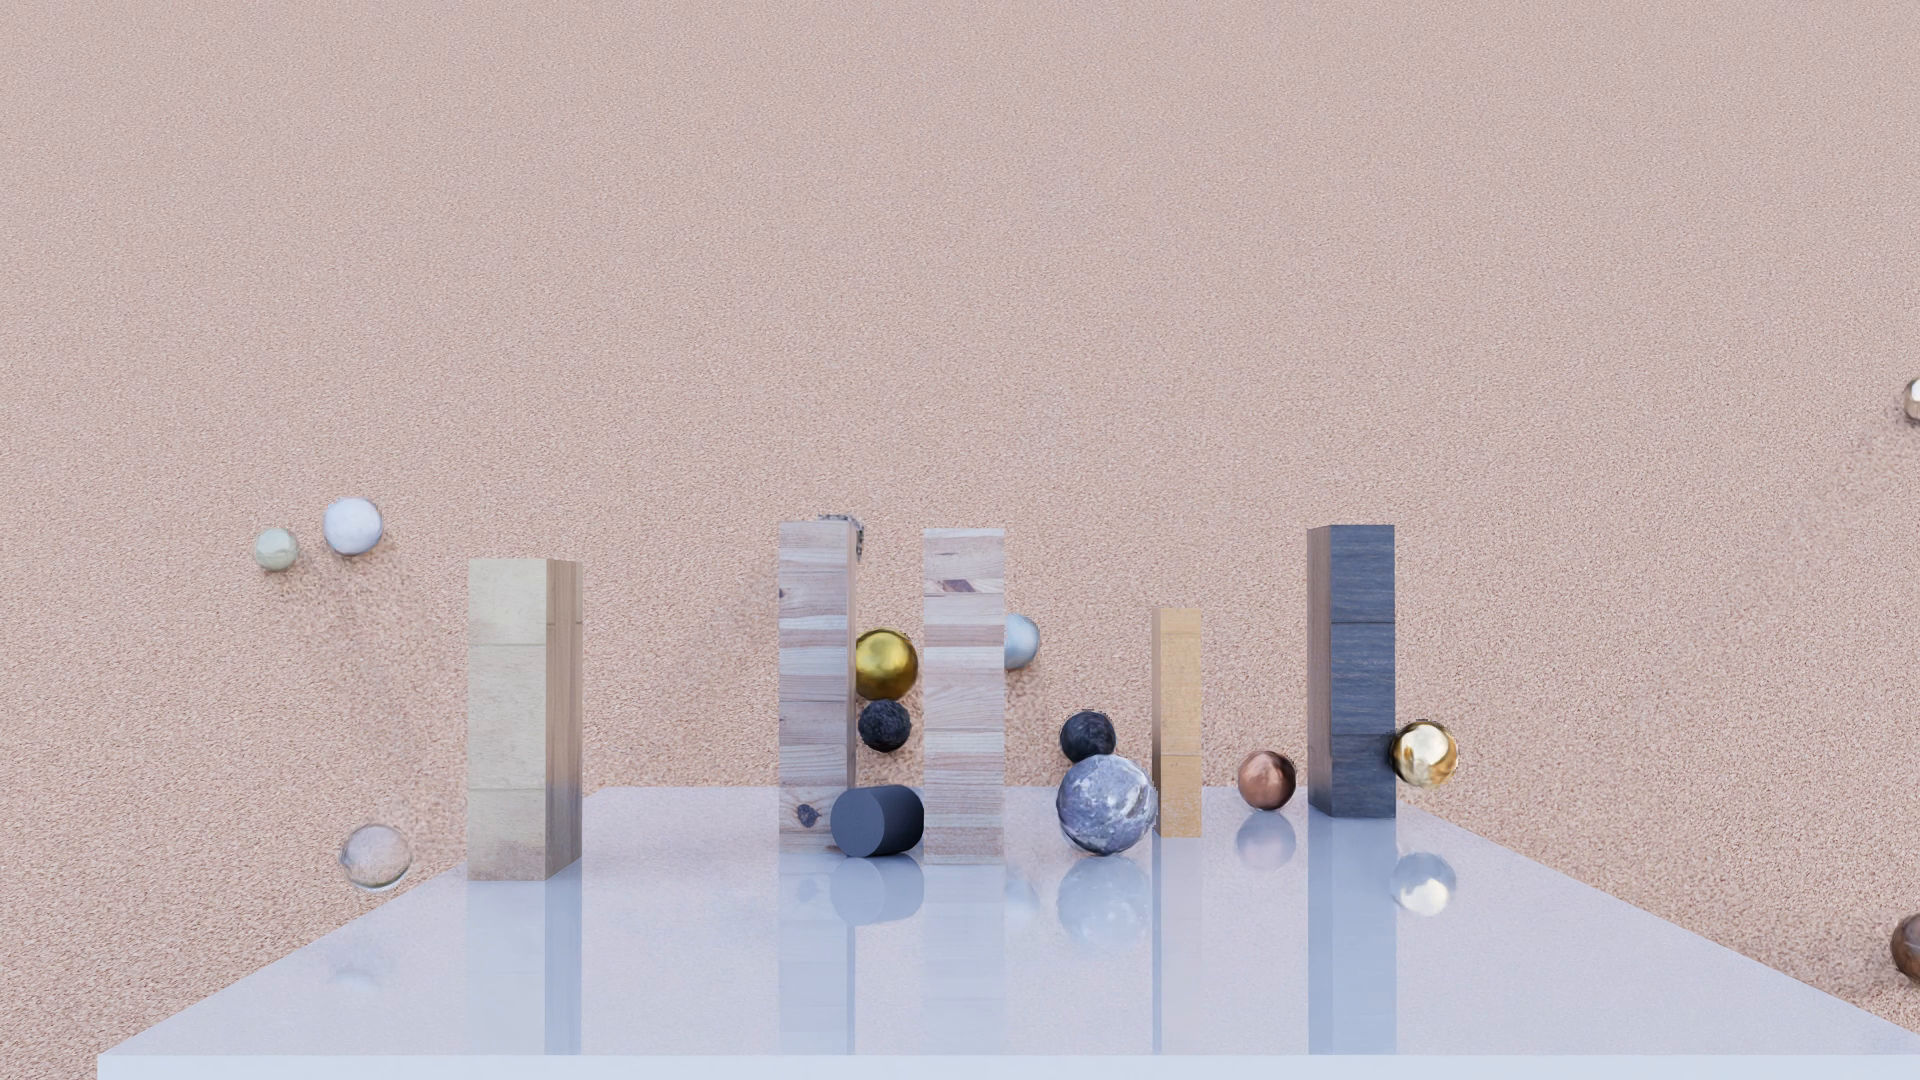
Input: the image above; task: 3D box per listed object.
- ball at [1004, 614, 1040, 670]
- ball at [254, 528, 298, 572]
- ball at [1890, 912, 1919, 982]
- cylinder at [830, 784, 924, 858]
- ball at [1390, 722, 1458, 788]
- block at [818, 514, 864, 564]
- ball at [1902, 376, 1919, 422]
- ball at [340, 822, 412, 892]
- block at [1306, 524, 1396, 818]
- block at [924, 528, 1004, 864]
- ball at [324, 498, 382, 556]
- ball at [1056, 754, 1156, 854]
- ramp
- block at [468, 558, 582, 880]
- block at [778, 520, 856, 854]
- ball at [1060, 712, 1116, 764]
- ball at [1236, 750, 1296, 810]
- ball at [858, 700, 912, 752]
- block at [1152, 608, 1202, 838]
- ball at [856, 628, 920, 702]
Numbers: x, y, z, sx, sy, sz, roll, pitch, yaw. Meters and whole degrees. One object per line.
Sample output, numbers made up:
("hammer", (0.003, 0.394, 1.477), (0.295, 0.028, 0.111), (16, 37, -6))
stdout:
("ball", (0.146, 0.288, 7.325), (0.155, 0.155, 0.155), (0, 34, 0))
("ball", (-2.039, 0.029, 7.737), (0.129, 0.129, 0.129), (0, 34, 0))
("ball", (2.338, 0.984, 6.265), (0.173, 0.173, 0.173), (0, 34, 0))
("cylinder", (-0.158, 0.538, 4.978), (0.130, 0.130, 0.130), (26, 13, 33))
("ball", (1.027, 0.476, 5.753), (0.148, 0.148, 0.148), (0, 34, 0))
("block", (-0.362, -0.002, 7.772), (0.109, 0.109, 0.109), (-1, 25, -23))
("ball", (3.151, -0.460, 8.443), (0.159, 0.159, 0.159), (0, 34, 0))
("ball", (-1.237, 0.673, 5.496), (0.147, 0.147, 0.147), (0, 34, 0))
("block", (0.906, 0.299, 6.030), (0.143, 0.657, 0.406), (0, -1, 0))
("block", (0.007, 0.293, 4.986), (0.149, 0.620, 0.396), (0, -1, 0))
("ball", (-1.825, -0.041, 7.802), (0.173, 0.173, 0.173), (0, 34, 0))
("ball", (0.281, 0.508, 4.993), (0.191, 0.191, 0.191), (0, 34, 0))
("ramp", (0.075, 0.649, 4.781), (2.000, 0.100, 4.000), (0, -1, 0))
("block", (-0.789, 0.318, 4.737), (0.135, 0.560, 0.441), (0, -1, 0))
("block", (-0.284, 0.288, 5.219), (0.131, 0.641, 0.418), (0, -1, 0))
("ball", (0.343, 0.534, 6.960), (0.150, 0.150, 0.150), (0, 34, 0))
("ball", (0.712, 0.558, 6.019), (0.138, 0.138, 0.138), (0, 34, 0))
("ball", (-0.203, 0.502, 7.014), (0.143, 0.143, 0.143), (0, 34, 0))
("block", (0.455, 0.379, 5.462), (0.084, 0.471, 0.248), (0, -1, 0))
("ball", (-0.216, 0.349, 7.189), (0.205, 0.205, 0.205), (0, 34, 0))
